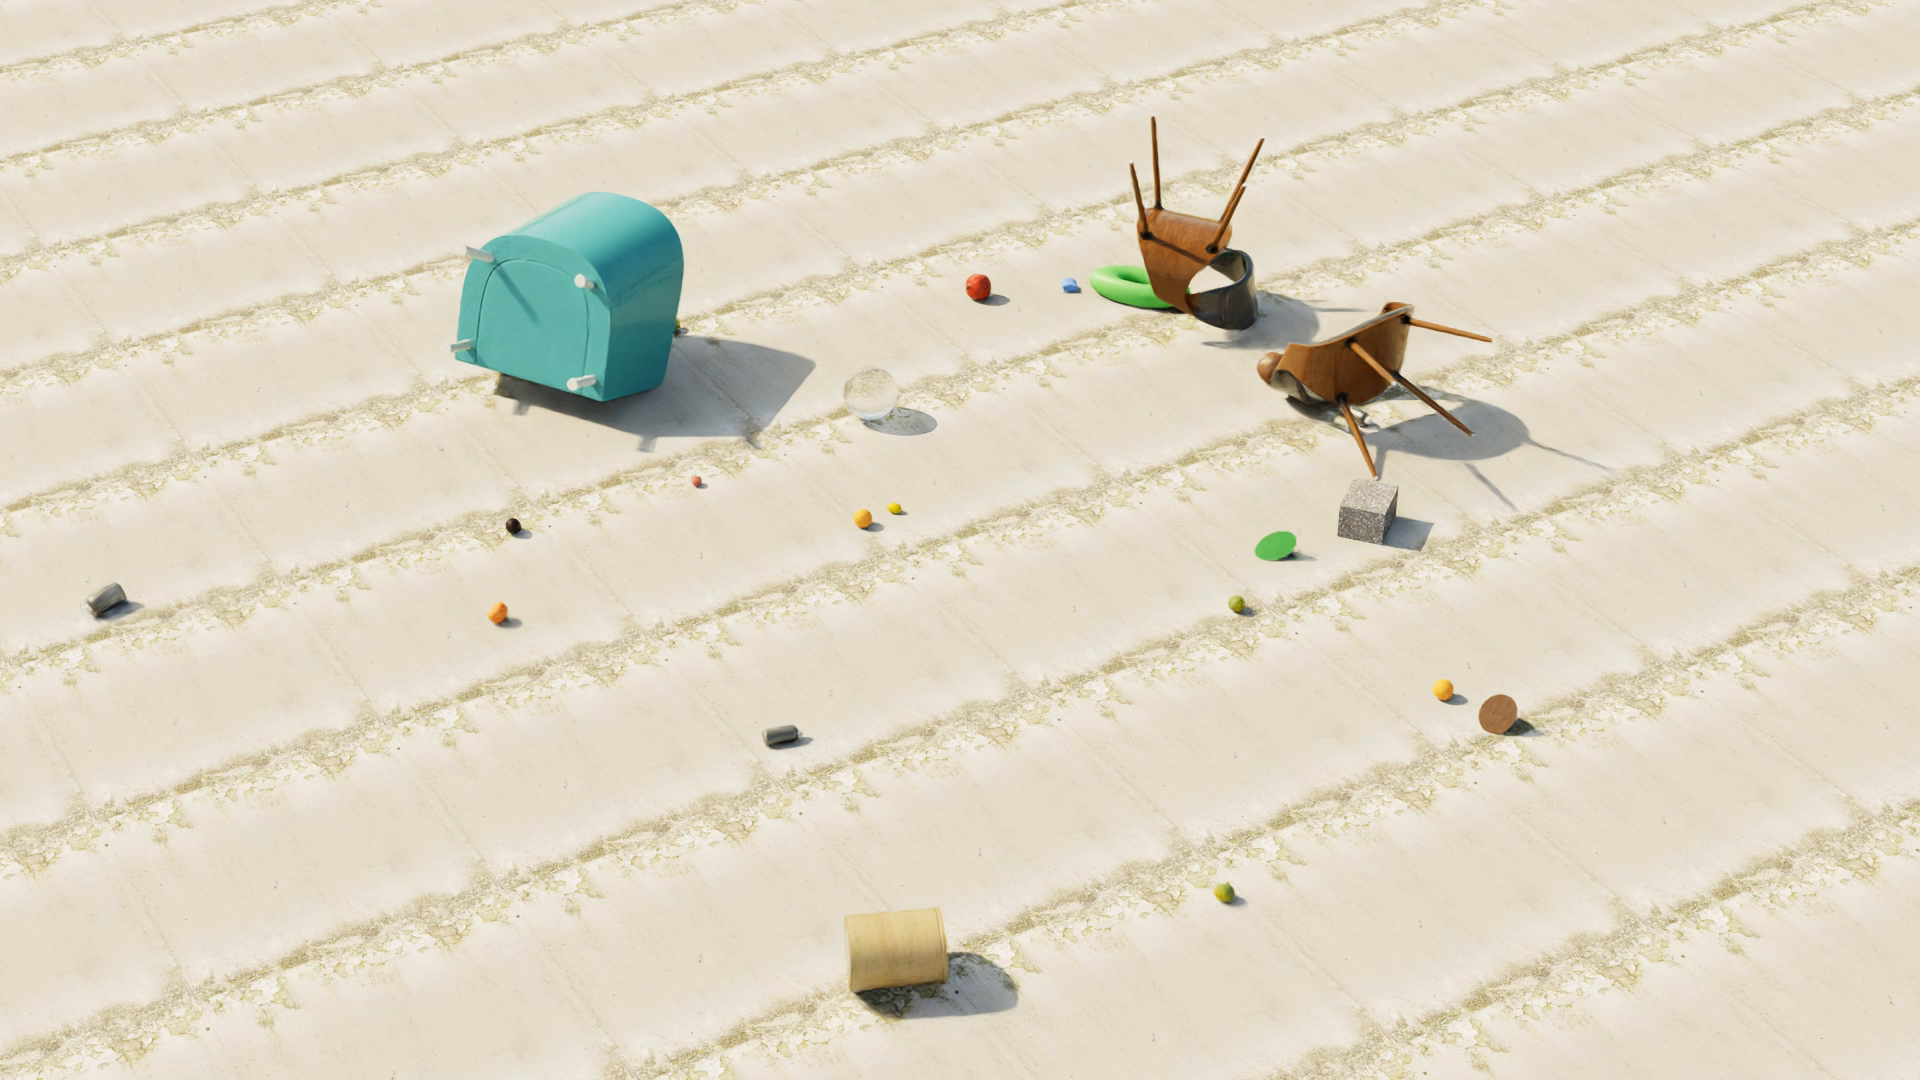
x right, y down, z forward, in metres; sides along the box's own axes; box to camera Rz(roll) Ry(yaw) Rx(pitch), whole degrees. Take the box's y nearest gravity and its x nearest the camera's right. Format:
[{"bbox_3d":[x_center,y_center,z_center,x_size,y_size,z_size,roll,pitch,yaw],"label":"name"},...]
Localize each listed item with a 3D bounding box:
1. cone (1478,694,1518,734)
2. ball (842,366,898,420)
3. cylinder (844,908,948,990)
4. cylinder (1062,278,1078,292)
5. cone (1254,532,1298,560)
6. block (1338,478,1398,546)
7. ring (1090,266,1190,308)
[{"bbox_3d":[1.851,0.585,9.999,0.123,0.147,0.139,47,19,14],"label":"cone"},{"bbox_3d":[-0.356,-0.582,11.631,0.217,0.217,0.217,0,33,0],"label":"ball"},{"bbox_3d":[-0.196,1.237,8.862,0.290,0.221,0.262,-4,13,-6],"label":"cylinder"},{"bbox_3d":[0.468,-1.093,12.568,0.066,0.038,0.061,11,23,-8],"label":"cylinder"},{"bbox_3d":[1.172,0.015,10.875,0.162,0.098,0.118,-23,4,8],"label":"cone"},{"bbox_3d":[1.528,-0.108,10.983,0.172,0.137,0.210,12,35,17],"label":"block"},{"bbox_3d":[0.766,-1.079,12.488,0.455,0.105,0.208,13,37,20],"label":"ring"}]
